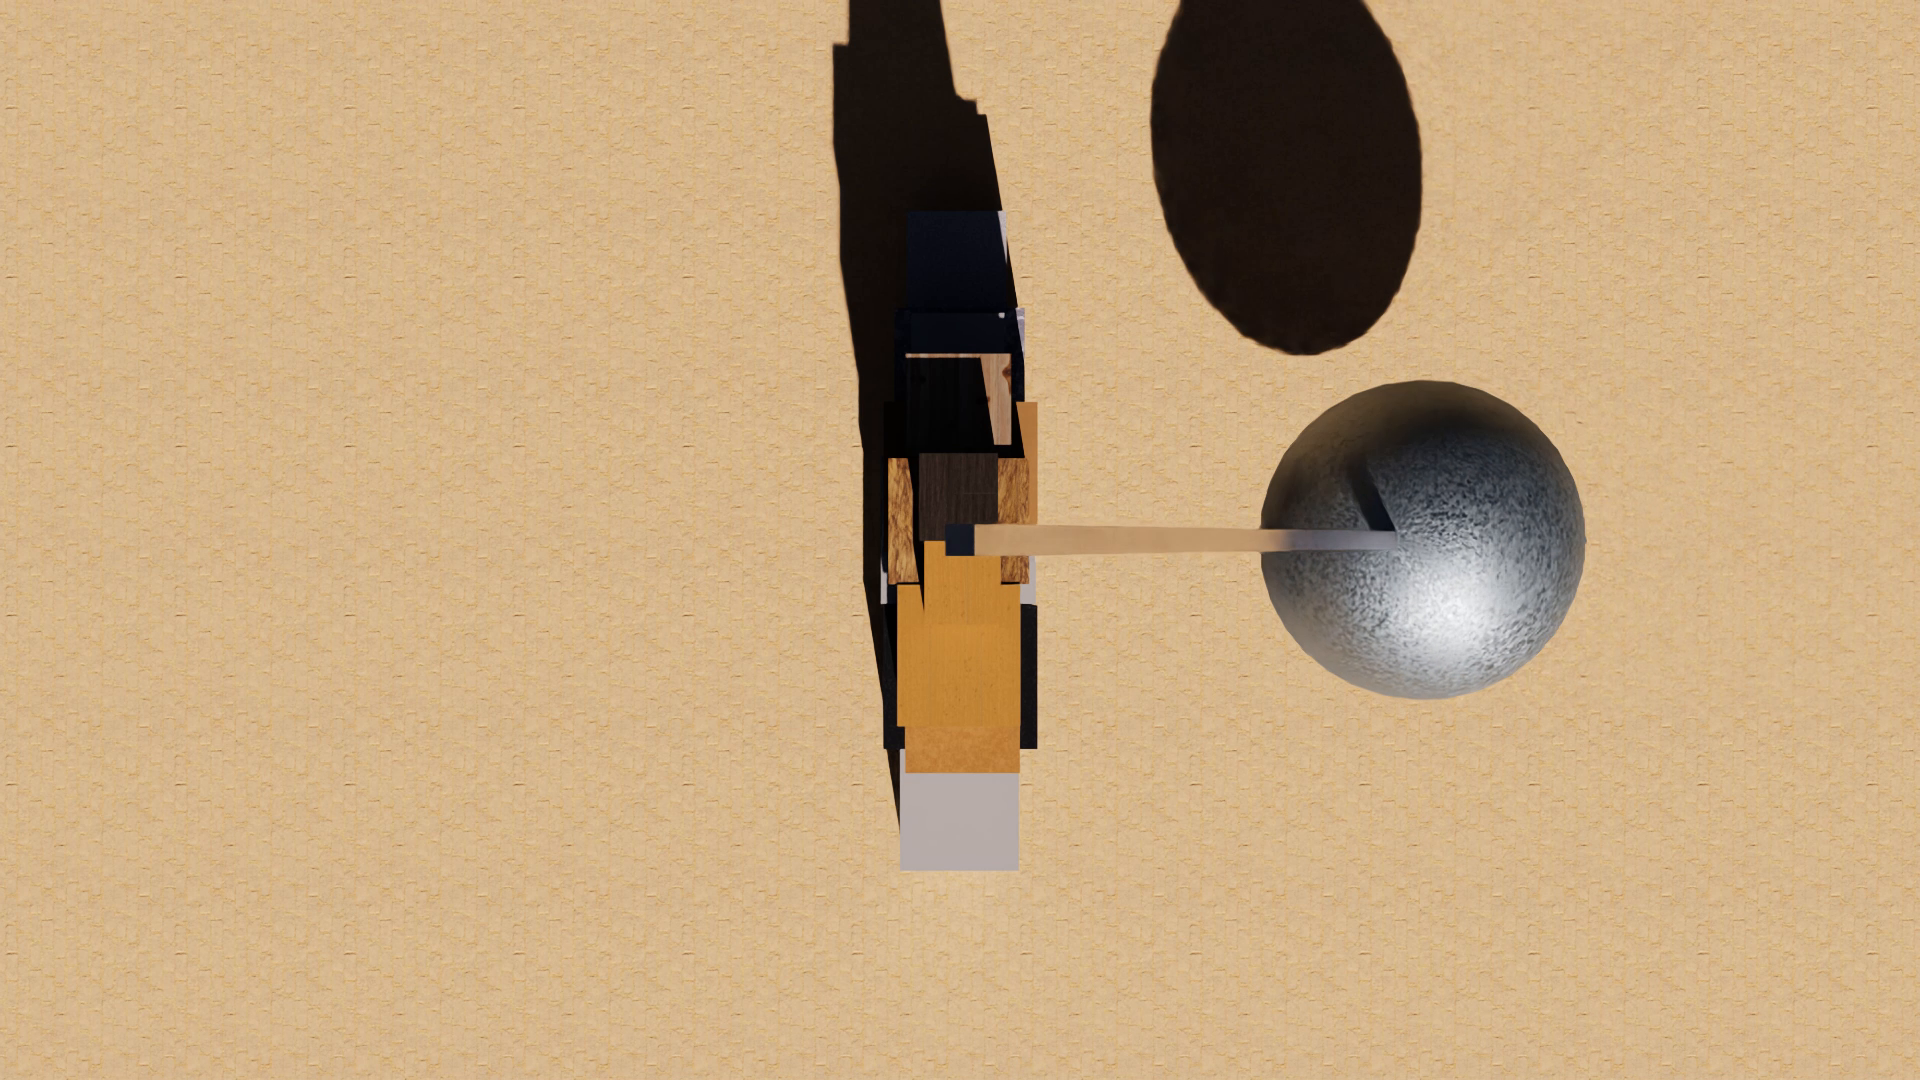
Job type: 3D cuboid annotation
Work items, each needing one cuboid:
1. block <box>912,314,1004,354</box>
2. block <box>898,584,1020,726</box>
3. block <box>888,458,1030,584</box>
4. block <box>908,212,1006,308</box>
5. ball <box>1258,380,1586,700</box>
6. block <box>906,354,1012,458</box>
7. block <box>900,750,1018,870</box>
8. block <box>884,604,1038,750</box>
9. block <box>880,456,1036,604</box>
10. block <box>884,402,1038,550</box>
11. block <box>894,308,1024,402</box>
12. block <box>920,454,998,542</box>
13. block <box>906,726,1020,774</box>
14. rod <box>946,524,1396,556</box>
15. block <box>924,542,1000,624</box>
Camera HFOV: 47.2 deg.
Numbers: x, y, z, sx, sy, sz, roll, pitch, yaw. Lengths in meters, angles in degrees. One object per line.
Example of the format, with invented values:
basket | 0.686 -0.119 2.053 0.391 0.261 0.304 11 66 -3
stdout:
block | -0.012 -0.967 11.958 0.495 0.433 0.491 0 90 0
block | -0.006 0.567 11.079 0.599 0.700 0.690 0 89 0
block | -0.005 -0.092 11.033 0.688 0.570 0.615 0 90 0
block | -0.017 -1.577 12.706 0.561 0.587 0.561 0 90 0
ball | 2.295 0.000 10.970 1.600 1.600 1.600 0 90 0
block | -0.008 -0.662 11.065 0.518 0.506 0.507 0 90 0
block | -0.003 1.512 12.672 0.667 0.657 0.689 0 90 0
block | 0.002 0.759 12.586 0.855 0.828 0.798 0 90 0
block | -0.010 -0.055 12.540 0.852 0.920 0.810 0 90 0
block | 0.003 -0.330 11.699 0.793 0.763 0.761 0 90 0
block | -0.002 -0.878 12.587 0.722 0.825 0.816 0 90 0
block | -0.006 -0.202 10.563 0.372 0.370 0.415 0 90 0
block | 0.013 0.874 11.801 0.597 0.743 0.676 0 90 0
rod | 0.994 0.000 7.829 0.080 5.200 0.080 0 90 22
block | 0.013 0.204 10.567 0.362 0.331 0.394 0 89 0
